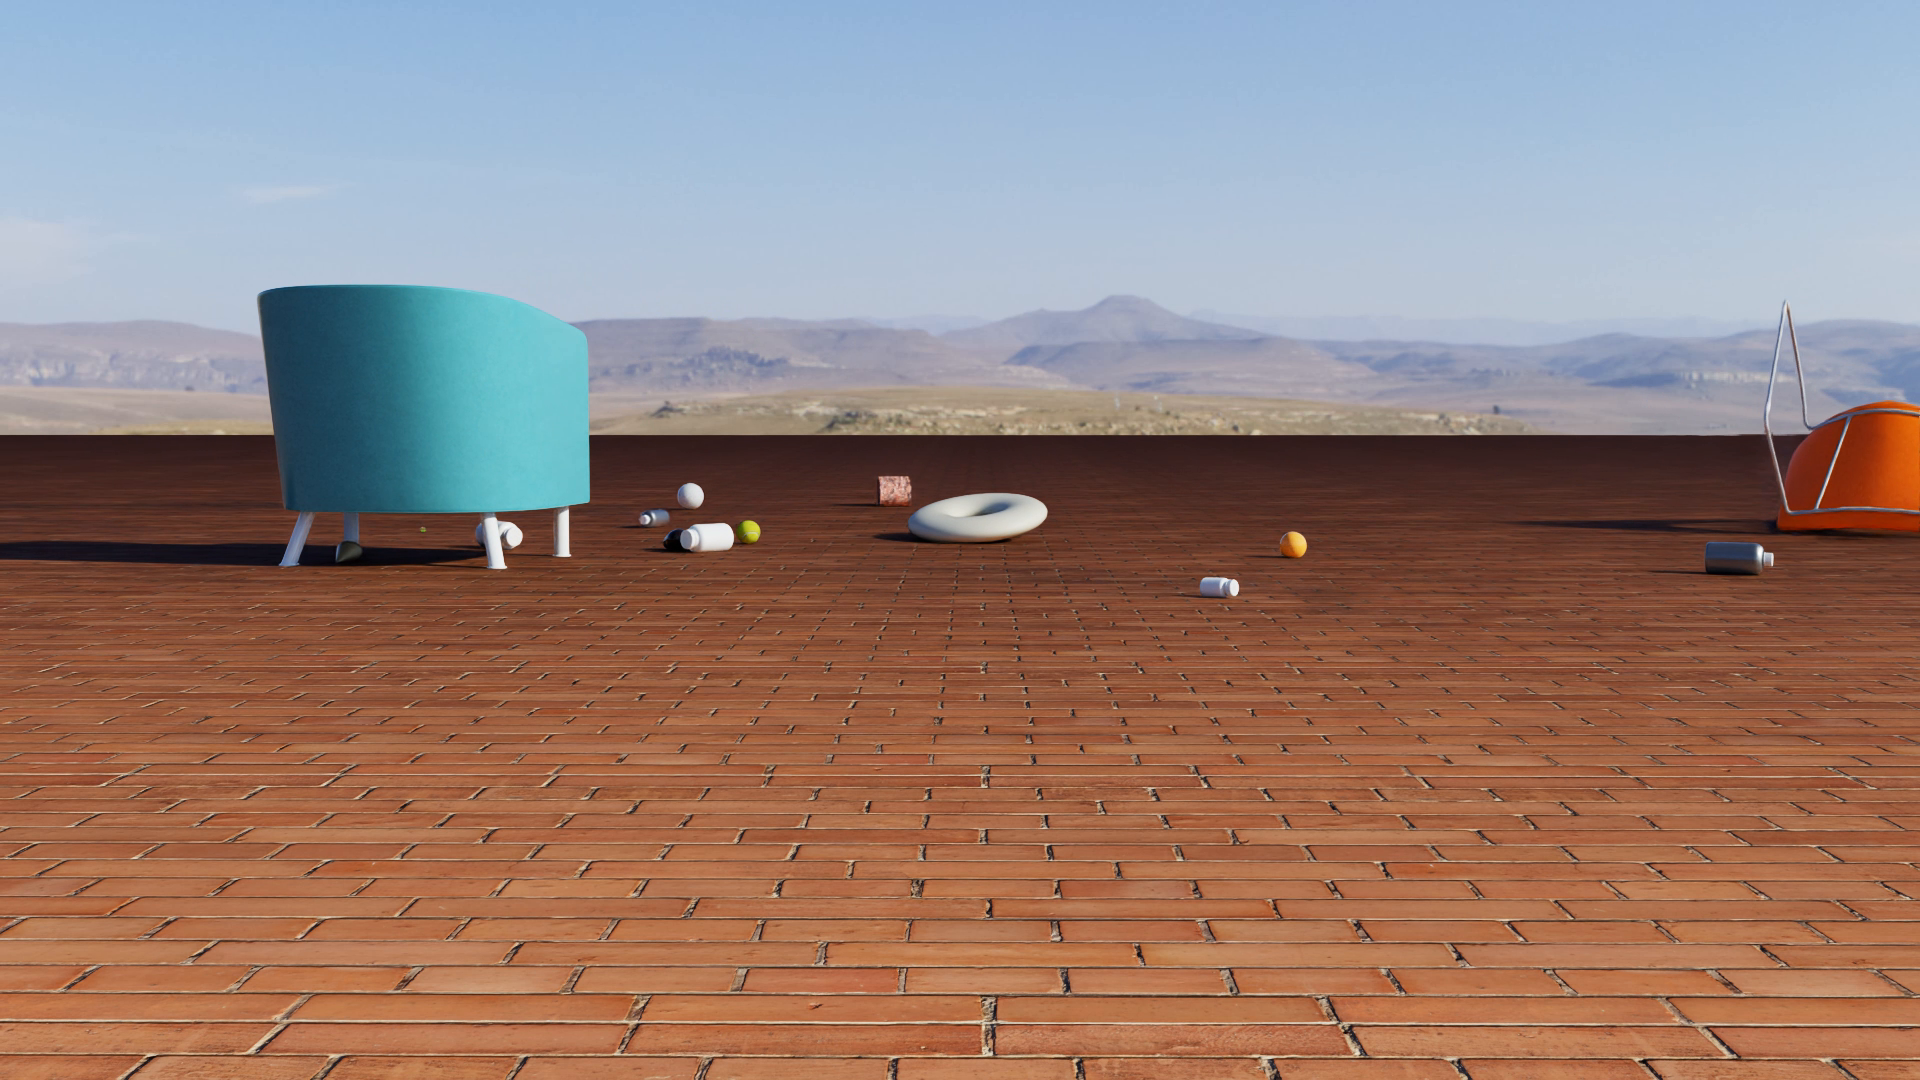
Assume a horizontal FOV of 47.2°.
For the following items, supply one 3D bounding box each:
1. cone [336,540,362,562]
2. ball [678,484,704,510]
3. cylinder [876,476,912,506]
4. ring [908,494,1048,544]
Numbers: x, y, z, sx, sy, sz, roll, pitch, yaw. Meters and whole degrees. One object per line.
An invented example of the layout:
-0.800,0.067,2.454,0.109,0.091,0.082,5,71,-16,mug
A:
-1.606,0.044,5.720,0.073,0.055,0.086,-5,20,13,cone
-1.004,-0.162,8.189,0.099,0.099,0.099,0,4,0,ball
-0.254,-0.188,8.451,0.117,0.104,0.167,-2,26,-8,cylinder
0.051,-0.066,6.576,0.417,0.073,0.451,-12,14,-19,ring
